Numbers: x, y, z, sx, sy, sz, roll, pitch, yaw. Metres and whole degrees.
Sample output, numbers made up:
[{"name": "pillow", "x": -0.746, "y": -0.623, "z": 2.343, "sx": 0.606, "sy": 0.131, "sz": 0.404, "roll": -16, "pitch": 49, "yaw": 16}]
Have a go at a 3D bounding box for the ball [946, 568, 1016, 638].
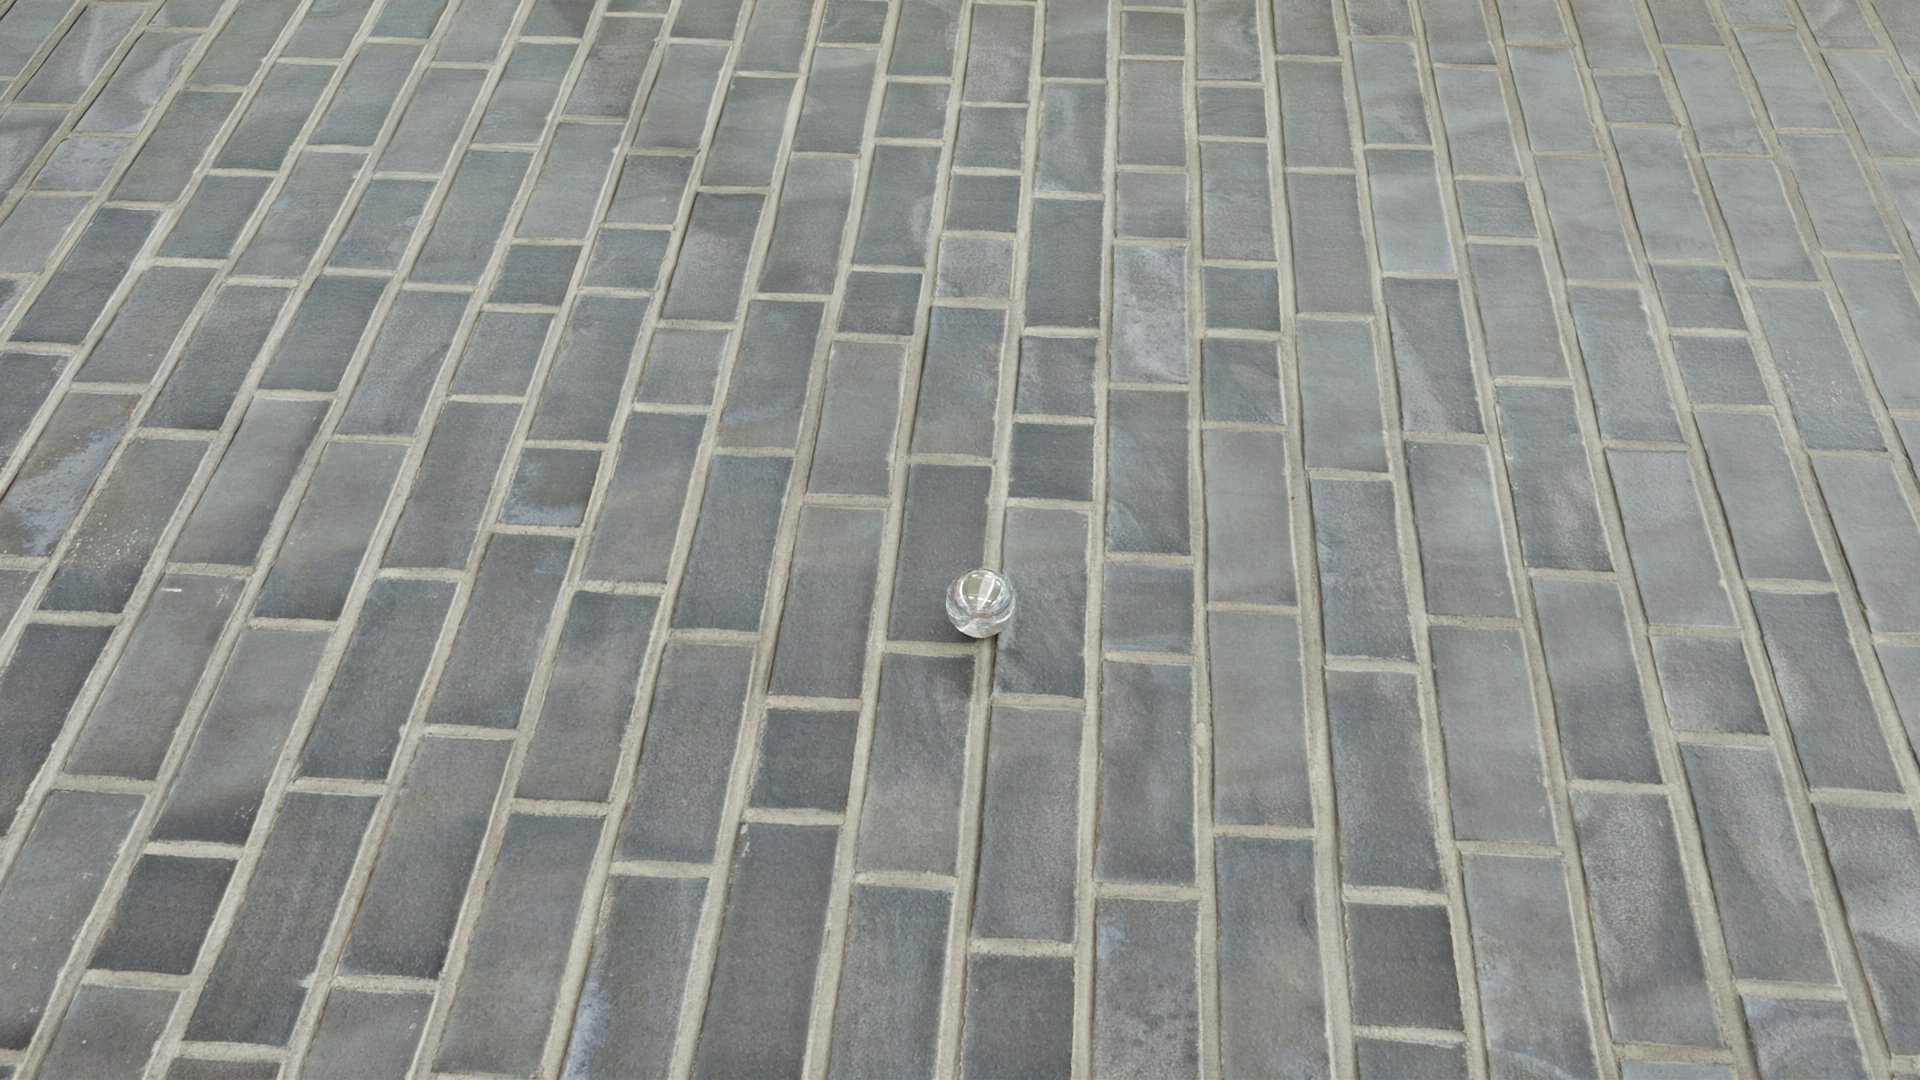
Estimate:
[{"name": "ball", "x": 0.013, "y": 0.039, "z": 1.570, "sx": 0.043, "sy": 0.043, "sz": 0.043, "roll": 0, "pitch": 36, "yaw": 0}]
